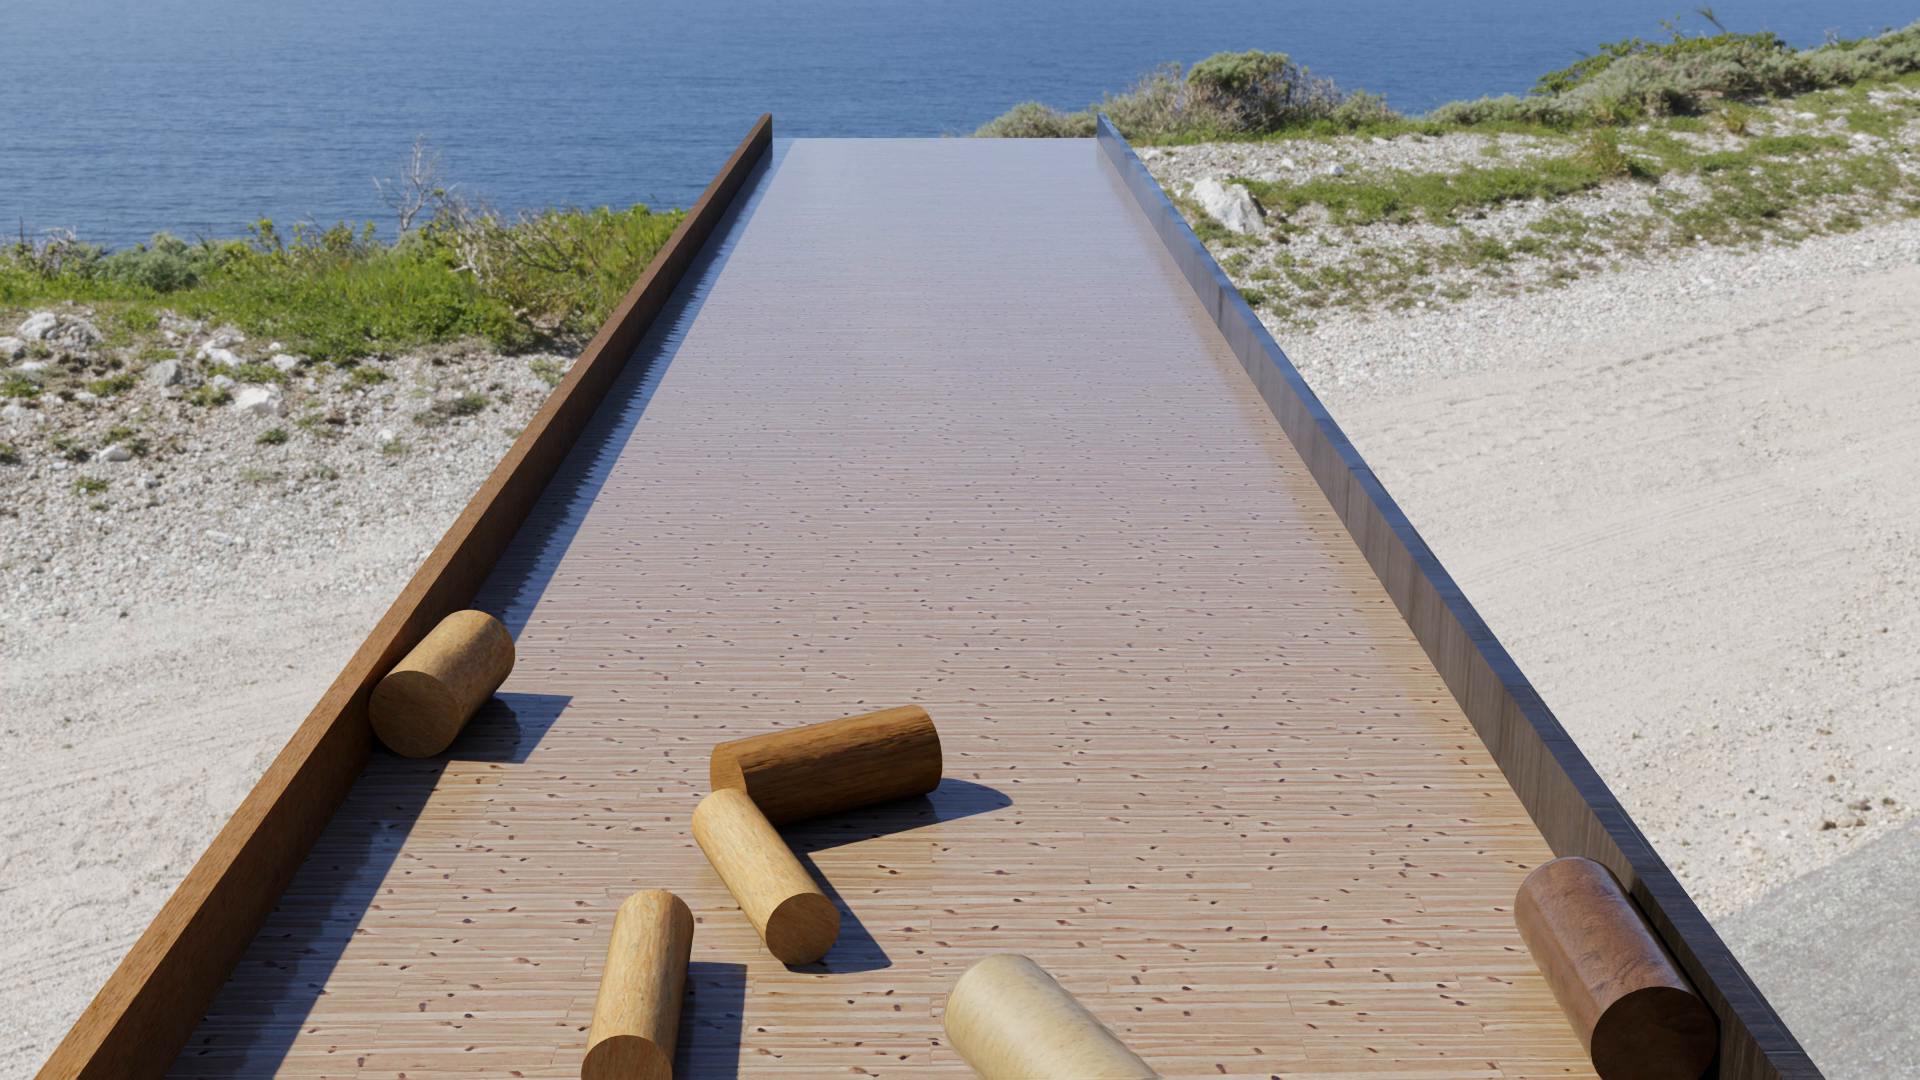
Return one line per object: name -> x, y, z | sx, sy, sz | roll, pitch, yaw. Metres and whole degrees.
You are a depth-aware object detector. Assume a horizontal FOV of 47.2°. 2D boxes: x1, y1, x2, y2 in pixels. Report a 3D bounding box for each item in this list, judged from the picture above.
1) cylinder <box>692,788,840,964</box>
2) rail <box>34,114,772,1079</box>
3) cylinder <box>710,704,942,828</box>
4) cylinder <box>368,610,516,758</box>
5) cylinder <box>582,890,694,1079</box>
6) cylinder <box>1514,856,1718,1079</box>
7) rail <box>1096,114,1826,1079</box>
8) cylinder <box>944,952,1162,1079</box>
cylinder -> -0.300, 0.504, 3.336 | 0.113, 0.113, 0.407 | -6, 18, -21
rail -> -1.118, -0.838, 7.780 | 0.050, 0.150, 12.000 | 0, 17, -1
cylinder -> -0.222, 0.382, 3.673 | 0.357, 0.154, 0.154 | -9, 19, -28
cylinder -> -0.951, 0.261, 4.059 | 0.166, 0.166, 0.339 | 2, 17, 5
cylinder -> -0.429, 0.614, 2.963 | 0.114, 0.114, 0.416 | -1, 17, -3
cylinder -> 0.880, 0.584, 2.980 | 0.161, 0.161, 0.388 | 0, 17, -1
rail -> 0.932, -0.844, 7.801 | 0.050, 0.150, 12.000 | 0, 17, -1
cylinder -> 0.125, 0.660, 2.738 | 0.155, 0.155, 0.354 | -8, 18, -24
